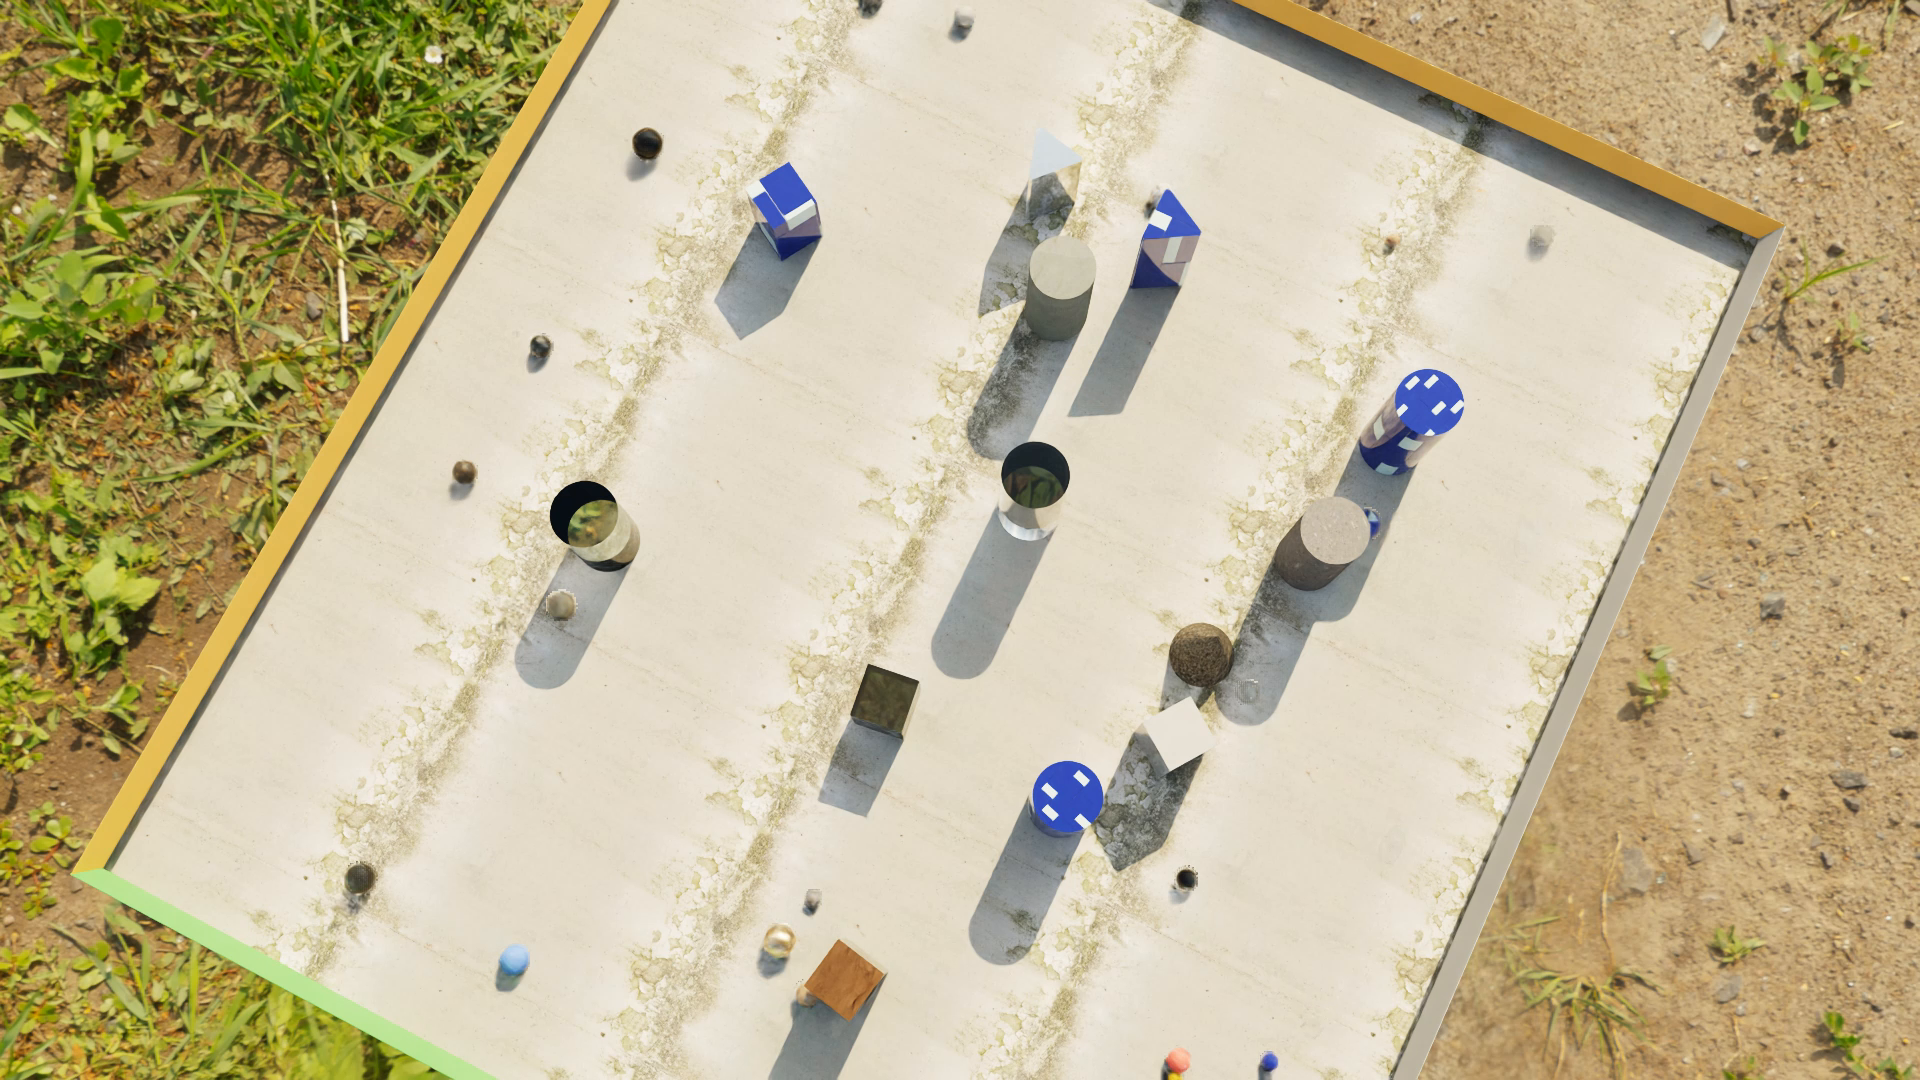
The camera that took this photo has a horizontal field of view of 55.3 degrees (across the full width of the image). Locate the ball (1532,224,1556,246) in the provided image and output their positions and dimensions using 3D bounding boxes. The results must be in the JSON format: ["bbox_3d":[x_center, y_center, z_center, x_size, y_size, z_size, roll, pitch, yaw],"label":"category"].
[{"bbox_3d":[1.841,-0.962,5.780,0.070,0.070,0.070,0,78,0],"label":"ball"}]

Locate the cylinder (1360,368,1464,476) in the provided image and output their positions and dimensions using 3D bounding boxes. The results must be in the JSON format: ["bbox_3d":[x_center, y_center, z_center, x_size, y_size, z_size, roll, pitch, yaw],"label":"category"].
[{"bbox_3d":[1.335,-0.344,5.444,0.197,0.477,0.197,0,78,0],"label":"cylinder"}]

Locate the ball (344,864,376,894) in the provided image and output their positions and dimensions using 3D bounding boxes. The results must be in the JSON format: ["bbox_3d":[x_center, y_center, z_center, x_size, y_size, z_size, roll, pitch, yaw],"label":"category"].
[{"bbox_3d":[-1.757,0.992,5.366,0.089,0.089,0.089,0,78,0],"label":"ball"}]

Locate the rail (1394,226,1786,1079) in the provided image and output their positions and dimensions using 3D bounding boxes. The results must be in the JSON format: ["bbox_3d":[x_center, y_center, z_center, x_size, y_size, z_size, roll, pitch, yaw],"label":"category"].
[{"bbox_3d":[1.635,0.807,5.383,0.045,0.128,4.071,26,80,5],"label":"rail"}]

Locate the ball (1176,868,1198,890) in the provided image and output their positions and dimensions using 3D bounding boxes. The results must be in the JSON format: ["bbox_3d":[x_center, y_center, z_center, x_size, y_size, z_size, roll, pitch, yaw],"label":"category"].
[{"bbox_3d":[0.665,0.995,5.379,0.063,0.063,0.063,0,78,0],"label":"ball"}]

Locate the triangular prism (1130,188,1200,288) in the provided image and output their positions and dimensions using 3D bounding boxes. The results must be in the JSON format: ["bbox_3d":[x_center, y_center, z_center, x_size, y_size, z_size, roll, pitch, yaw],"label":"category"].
[{"bbox_3d":[0.615,-0.918,5.584,0.171,0.436,0.148,-4,78,-1],"label":"triangular prism"}]

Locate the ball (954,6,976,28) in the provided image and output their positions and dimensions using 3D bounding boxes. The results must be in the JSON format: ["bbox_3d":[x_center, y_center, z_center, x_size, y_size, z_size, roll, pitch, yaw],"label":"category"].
[{"bbox_3d":[0.015,-1.695,5.932,0.070,0.070,0.070,0,78,0],"label":"ball"}]

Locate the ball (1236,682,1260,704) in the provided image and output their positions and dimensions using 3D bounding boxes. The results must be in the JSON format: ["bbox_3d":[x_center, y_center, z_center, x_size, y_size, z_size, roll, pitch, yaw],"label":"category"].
[{"bbox_3d":[0.862,0.457,5.487,0.068,0.068,0.068,0,78,0],"label":"ball"}]

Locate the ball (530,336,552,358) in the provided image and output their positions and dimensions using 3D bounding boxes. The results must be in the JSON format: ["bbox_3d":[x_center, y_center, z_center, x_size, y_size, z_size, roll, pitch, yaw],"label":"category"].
[{"bbox_3d":[-1.306,-0.603,5.706,0.069,0.069,0.069,0,78,0],"label":"ball"}]

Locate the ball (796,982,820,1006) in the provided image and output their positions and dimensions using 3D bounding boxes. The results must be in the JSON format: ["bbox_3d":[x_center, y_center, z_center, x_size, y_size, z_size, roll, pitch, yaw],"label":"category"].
[{"bbox_3d":[-0.440,1.316,5.308,0.070,0.070,0.070,0,78,0],"label":"ball"}]

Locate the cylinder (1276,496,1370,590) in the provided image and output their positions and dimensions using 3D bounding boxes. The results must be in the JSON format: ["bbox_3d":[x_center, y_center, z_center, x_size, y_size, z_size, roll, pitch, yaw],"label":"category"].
[{"bbox_3d":[1.062,0.016,5.395,0.197,0.428,0.197,0,78,0],"label":"cylinder"}]

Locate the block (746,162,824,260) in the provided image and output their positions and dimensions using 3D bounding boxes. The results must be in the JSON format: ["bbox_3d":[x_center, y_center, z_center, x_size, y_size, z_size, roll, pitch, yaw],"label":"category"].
[{"bbox_3d":[-0.542,-1.017,5.687,0.158,0.273,0.158,-33,80,-6],"label":"block"}]

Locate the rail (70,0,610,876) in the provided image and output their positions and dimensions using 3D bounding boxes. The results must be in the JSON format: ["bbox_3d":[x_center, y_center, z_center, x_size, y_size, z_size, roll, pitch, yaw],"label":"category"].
[{"bbox_3d":[-1.635,-0.794,5.714,0.045,0.128,4.071,26,80,5],"label":"rail"}]

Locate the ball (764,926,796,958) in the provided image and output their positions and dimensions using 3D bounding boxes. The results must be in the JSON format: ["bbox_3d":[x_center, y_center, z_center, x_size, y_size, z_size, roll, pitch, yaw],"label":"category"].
[{"bbox_3d":[-0.524,1.167,5.328,0.093,0.093,0.093,0,78,0],"label":"ball"}]

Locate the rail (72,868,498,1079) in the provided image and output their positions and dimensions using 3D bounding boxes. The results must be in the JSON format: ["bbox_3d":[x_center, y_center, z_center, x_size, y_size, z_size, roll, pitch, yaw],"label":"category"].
[{"bbox_3d":[-0.900,1.769,5.184,3.704,0.128,0.045,26,80,5],"label":"rail"}]

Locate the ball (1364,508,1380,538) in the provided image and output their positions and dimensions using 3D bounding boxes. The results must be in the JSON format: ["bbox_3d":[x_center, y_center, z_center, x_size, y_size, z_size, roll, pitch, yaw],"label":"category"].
[{"bbox_3d":[1.232,-0.047,5.578,0.094,0.094,0.094,0,78,0],"label":"ball"}]

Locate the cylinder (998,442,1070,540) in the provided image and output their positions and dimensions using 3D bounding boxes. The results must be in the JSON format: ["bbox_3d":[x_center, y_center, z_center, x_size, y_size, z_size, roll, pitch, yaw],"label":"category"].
[{"bbox_3d":[0.214,-0.140,5.418,0.197,0.445,0.197,0,78,0],"label":"cylinder"}]

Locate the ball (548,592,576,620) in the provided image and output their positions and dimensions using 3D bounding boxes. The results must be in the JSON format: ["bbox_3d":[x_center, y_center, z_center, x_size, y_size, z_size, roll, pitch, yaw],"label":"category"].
[{"bbox_3d":[-1.203,0.199,5.533,0.083,0.083,0.083,0,78,0],"label":"ball"}]

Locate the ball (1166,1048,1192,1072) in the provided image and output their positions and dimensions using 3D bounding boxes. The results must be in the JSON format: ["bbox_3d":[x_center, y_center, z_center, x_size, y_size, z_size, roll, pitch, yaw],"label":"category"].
[{"bbox_3d":[0.630,1.497,5.271,0.070,0.070,0.070,0,78,0],"label":"ball"}]

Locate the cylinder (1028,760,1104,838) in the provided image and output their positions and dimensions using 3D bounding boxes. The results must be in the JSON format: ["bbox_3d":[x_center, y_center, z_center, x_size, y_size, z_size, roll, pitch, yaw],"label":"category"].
[{"bbox_3d":[0.299,0.749,5.266,0.197,0.383,0.197,0,78,0],"label":"cylinder"}]

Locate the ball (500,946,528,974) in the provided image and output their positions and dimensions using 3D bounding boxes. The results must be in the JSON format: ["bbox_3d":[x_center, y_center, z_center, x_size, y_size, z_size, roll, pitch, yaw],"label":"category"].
[{"bbox_3d":[-1.295,1.220,5.321,0.084,0.084,0.084,0,78,0],"label":"ball"}]

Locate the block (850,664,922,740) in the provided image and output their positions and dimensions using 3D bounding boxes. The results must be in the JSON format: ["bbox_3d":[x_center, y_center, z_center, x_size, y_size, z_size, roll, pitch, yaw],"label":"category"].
[{"bbox_3d":[-0.217,0.479,5.395,0.158,0.239,0.158,18,79,4],"label":"block"}]

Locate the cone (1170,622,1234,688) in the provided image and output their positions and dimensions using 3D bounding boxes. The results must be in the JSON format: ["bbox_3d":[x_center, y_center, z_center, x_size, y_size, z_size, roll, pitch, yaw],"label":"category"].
[{"bbox_3d":[0.731,0.309,5.361,0.197,0.375,0.197,0,78,0],"label":"cone"}]

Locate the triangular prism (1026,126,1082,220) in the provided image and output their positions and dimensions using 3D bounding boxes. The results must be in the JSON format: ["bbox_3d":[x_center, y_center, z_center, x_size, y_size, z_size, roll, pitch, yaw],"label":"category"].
[{"bbox_3d":[0.264,-1.149,5.685,0.171,0.331,0.148,-21,79,-4],"label":"triangular prism"}]

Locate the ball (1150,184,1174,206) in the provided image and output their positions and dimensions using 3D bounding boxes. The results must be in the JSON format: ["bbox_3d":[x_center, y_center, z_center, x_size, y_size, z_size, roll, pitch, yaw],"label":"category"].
[{"bbox_3d":[0.639,-1.091,5.803,0.077,0.077,0.077,0,78,0],"label":"ball"}]

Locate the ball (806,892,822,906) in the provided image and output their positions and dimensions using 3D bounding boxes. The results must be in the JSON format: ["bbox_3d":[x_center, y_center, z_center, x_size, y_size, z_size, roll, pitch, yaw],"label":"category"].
[{"bbox_3d":[-0.429,1.053,5.376,0.044,0.044,0.044,0,78,0],"label":"ball"}]

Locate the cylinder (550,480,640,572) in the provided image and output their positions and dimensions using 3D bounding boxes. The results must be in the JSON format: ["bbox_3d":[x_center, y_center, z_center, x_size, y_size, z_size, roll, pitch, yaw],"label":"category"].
[{"bbox_3d":[-1.077,-0.037,5.433,0.197,0.375,0.197,0,78,0],"label":"cylinder"}]

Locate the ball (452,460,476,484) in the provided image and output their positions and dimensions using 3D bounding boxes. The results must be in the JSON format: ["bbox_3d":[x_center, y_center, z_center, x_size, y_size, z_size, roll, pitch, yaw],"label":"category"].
[{"bbox_3d":[-1.520,-0.208,5.622,0.073,0.073,0.073,0,78,0],"label":"ball"}]

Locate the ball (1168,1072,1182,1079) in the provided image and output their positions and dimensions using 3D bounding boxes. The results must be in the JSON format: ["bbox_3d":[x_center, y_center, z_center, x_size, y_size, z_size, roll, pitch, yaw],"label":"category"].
[{"bbox_3d":[0.619,1.551,5.275,0.041,0.041,0.041,0,78,0],"label":"ball"}]

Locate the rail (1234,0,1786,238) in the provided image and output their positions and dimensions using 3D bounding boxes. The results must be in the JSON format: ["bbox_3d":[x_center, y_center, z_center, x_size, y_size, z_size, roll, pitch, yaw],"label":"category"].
[{"bbox_3d":[0.900,-1.755,5.913,3.704,0.128,0.045,26,80,5],"label":"rail"}]

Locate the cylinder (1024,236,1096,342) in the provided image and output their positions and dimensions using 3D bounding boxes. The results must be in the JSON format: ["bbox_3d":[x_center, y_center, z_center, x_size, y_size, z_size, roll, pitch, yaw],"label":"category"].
[{"bbox_3d":[0.302,-0.759,5.569,0.197,0.401,0.197,0,78,0],"label":"cylinder"}]

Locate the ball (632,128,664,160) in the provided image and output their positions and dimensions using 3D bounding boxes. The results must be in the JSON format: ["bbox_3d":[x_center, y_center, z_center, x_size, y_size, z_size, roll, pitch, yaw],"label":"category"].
[{"bbox_3d":[-0.994,-1.261,5.827,0.099,0.099,0.099,0,78,0],"label":"ball"}]

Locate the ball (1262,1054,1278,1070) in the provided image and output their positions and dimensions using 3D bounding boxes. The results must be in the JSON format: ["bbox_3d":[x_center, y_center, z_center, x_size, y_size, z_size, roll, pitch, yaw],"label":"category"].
[{"bbox_3d":[0.895,1.504,5.281,0.048,0.048,0.048,0,78,0],"label":"ball"}]

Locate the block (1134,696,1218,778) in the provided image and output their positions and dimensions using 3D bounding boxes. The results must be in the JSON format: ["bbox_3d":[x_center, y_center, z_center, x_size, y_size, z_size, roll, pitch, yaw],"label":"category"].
[{"bbox_3d":[0.626,0.579,5.350,0.158,0.288,0.158,-28,80,-6],"label":"block"}]

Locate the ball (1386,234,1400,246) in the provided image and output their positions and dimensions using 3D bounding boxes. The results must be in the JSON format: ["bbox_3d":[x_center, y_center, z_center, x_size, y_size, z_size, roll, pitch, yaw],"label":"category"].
[{"bbox_3d":[1.369,-0.948,5.791,0.042,0.042,0.042,0,78,0],"label":"ball"}]

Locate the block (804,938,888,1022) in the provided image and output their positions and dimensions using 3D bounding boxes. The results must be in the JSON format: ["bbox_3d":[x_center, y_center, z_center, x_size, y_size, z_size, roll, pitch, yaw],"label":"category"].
[{"bbox_3d":[-0.317,1.237,5.176,0.158,0.361,0.158,36,81,7],"label":"block"}]
